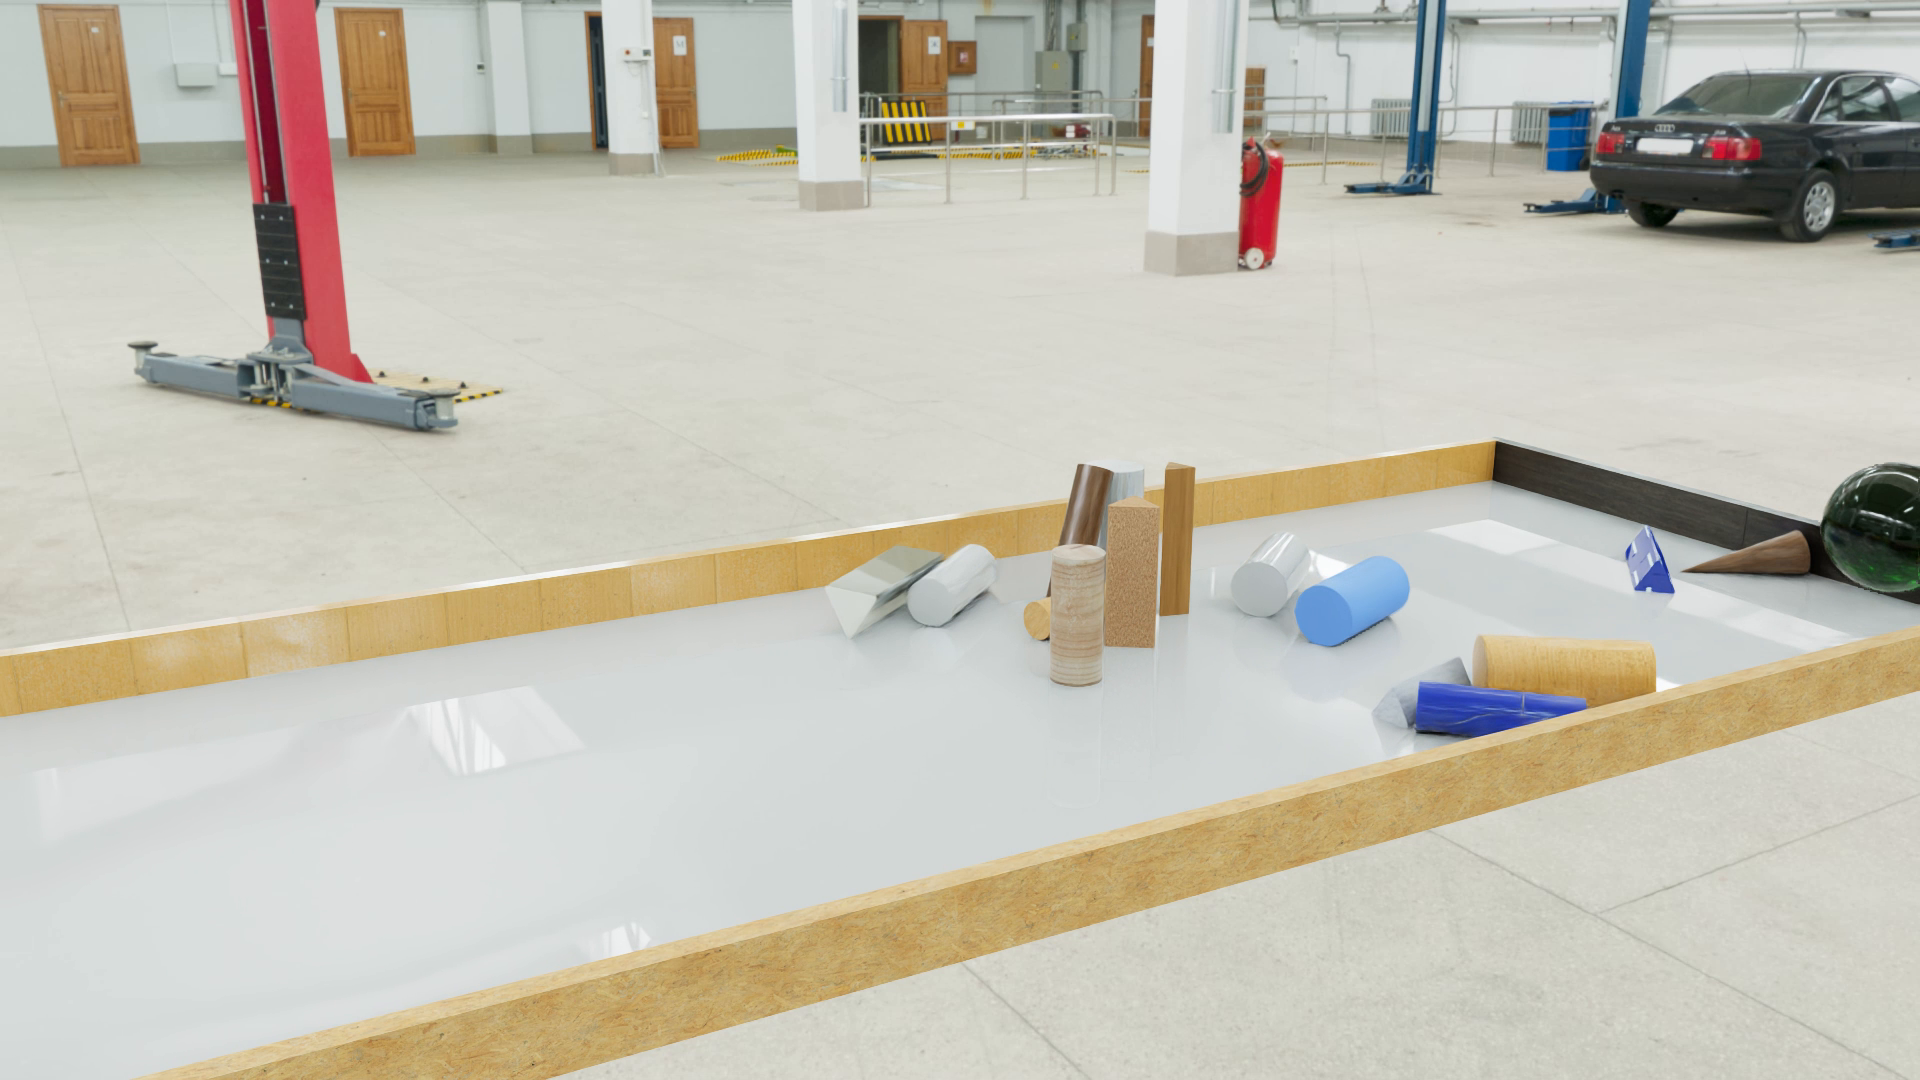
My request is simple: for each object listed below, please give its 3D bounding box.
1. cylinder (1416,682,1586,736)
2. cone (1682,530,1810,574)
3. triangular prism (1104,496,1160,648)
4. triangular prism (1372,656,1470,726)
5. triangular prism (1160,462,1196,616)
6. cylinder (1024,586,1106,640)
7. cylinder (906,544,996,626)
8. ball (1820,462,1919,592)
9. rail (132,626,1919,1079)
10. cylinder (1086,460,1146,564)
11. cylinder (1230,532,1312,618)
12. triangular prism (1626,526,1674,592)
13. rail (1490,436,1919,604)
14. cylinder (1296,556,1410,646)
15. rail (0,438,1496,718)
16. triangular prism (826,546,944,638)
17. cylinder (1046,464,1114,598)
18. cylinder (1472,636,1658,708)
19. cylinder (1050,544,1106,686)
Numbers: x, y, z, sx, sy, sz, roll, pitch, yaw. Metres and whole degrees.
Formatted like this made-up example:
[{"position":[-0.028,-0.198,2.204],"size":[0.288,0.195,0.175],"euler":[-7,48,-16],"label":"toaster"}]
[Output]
[{"position":[1.240,0.401,3.791],"size":[0.364,0.113,0.113],"euler":[5,17,16],"label":"cylinder"},{"position":[2.365,0.067,5.008],"size":[0.364,0.135,0.135],"euler":[-10,16,4],"label":"cone"},{"position":[0.458,0.083,4.387],"size":[0.131,0.386,0.114],"euler":[2,16,7],"label":"triangular prism"},{"position":[1.123,0.356,3.984],"size":[0.306,0.086,0.099],"euler":[-15,23,-42],"label":"triangular prism"},{"position":[0.593,-0.004,4.614],"size":[0.089,0.424,0.077],"euler":[-4,17,-15],"label":"triangular prism"},{"position":[0.362,0.178,4.563],"size":[0.416,0.105,0.105],"euler":[-14,22,-40],"label":"cylinder"},{"position":[-0.019,0.126,4.681],"size":[0.138,0.138,0.352],"euler":[6,17,20],"label":"cylinder"},{"position":[2.604,-0.036,4.597],"size":[0.364,0.364,0.364],"euler":[0,16,0],"label":"ball"},{"position":[-2.336,1.006,1.665],"size":[12.000,0.150,0.050],"euler":[-9,18,-27],"label":"rail"},{"position":[0.448,-0.040,4.839],"size":[0.174,0.363,0.174],"euler":[1,15,0],"label":"cylinder"},{"position":[0.897,0.097,4.740],"size":[0.161,0.161,0.320],"euler":[7,18,22],"label":"cylinder"},{"position":[2.096,0.051,5.004],"size":[0.110,0.095,0.398],"euler":[5,17,17],"label":"triangular prism"},{"position":[2.466,-0.048,5.253],"size":[0.050,0.150,2.100],"euler":[-9,18,-27],"label":"rail"},{"position":[1.074,0.163,4.504],"size":[0.167,0.167,0.351],"euler":[13,21,37],"label":"cylinder"},{"position":[-3.305,0.497,3.399],"size":[12.000,0.150,0.050],"euler":[-9,18,-27],"label":"rail"},{"position":[-0.224,0.113,4.610],"size":[0.135,0.156,0.425],"euler":[40,27,10],"label":"triangular prism"},{"position":[0.337,-0.009,4.659],"size":[0.107,0.400,0.107],"euler":[14,-4,1],"label":"cylinder"},{"position":[1.454,0.319,3.981],"size":[0.392,0.163,0.163],"euler":[2,16,6],"label":"cylinder"},{"position":[0.293,0.188,4.126],"size":[0.135,0.331,0.135],"euler":[0,16,0],"label":"cylinder"}]
